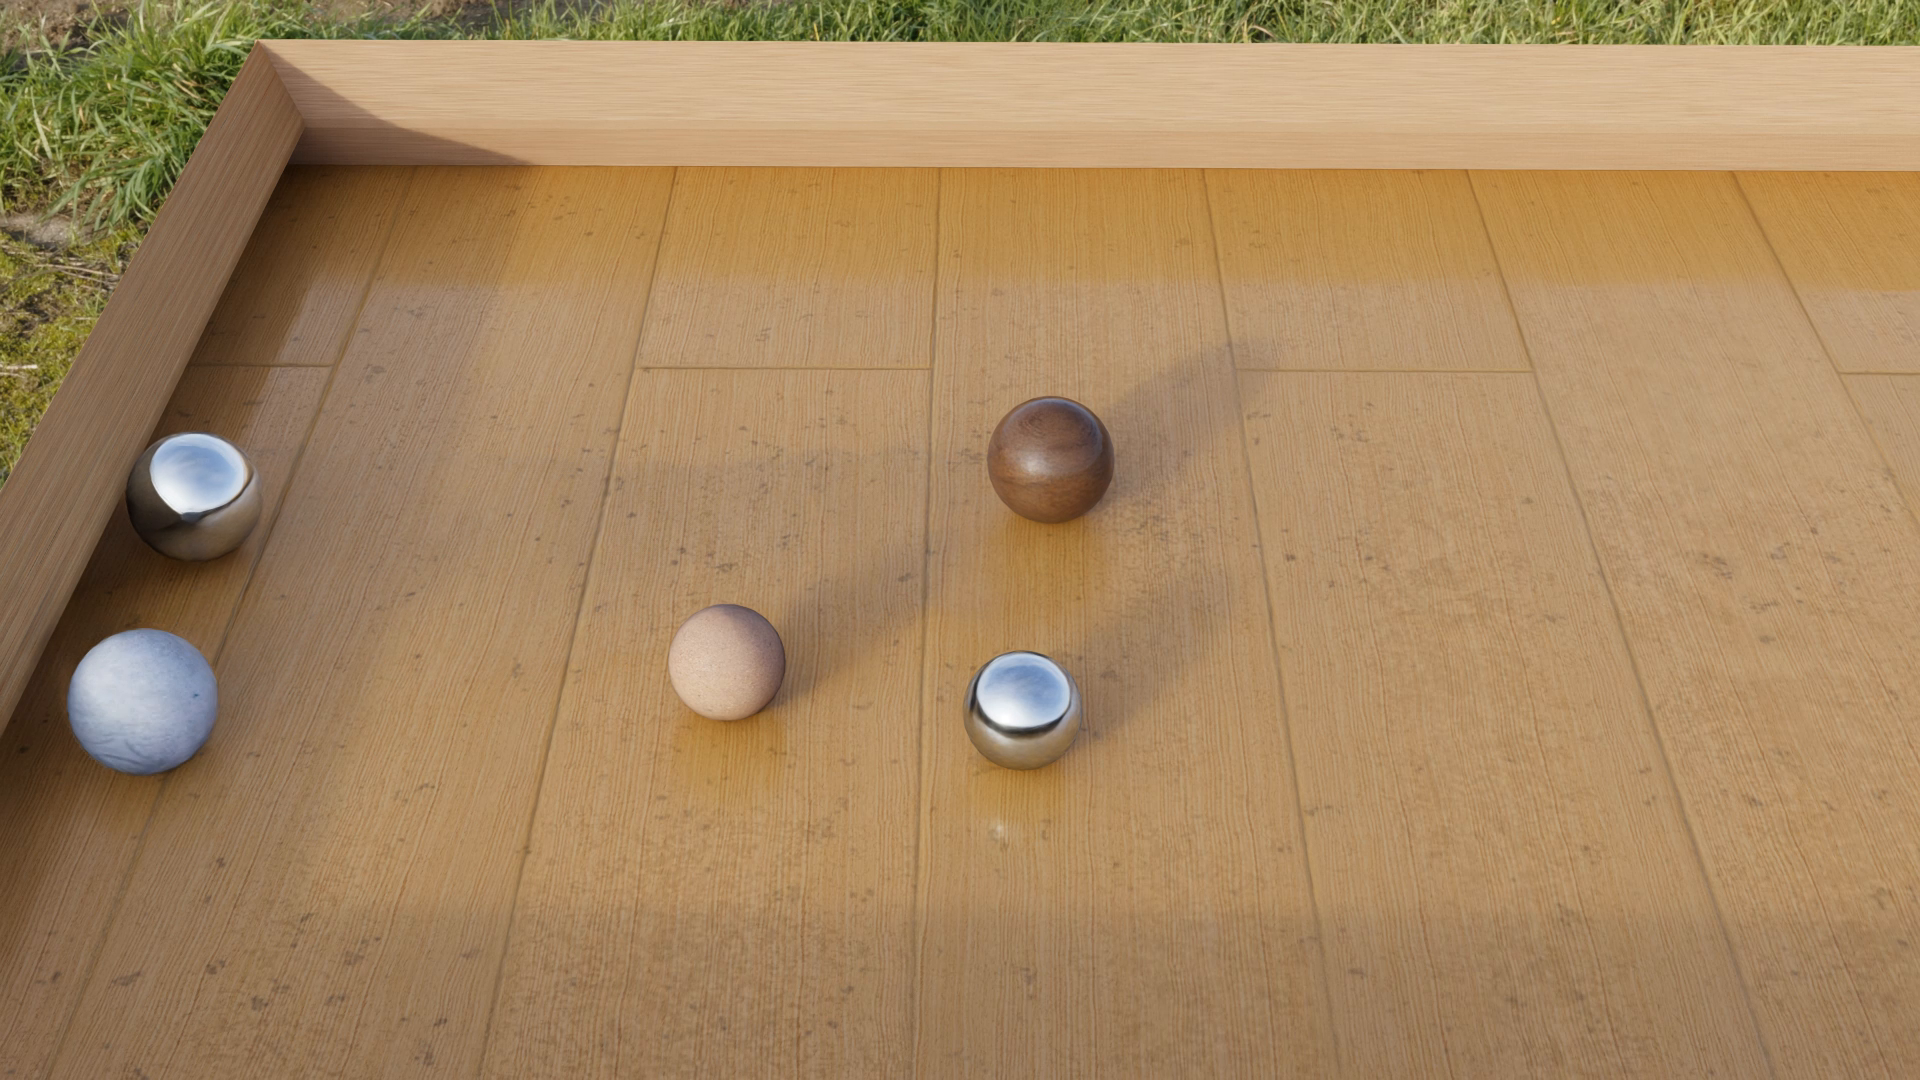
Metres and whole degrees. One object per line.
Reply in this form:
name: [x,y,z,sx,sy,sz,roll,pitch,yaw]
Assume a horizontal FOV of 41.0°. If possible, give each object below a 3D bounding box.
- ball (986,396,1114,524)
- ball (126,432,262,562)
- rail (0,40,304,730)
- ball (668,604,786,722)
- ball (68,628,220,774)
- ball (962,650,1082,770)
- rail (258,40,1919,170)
ball: [0.068,-0.060,1.933,0.096,0.096,0.096,0,35,0]
ball: [-0.564,-0.032,1.892,0.097,0.097,0.097,0,35,0]
rail: [-0.635,-0.020,1.847,0.045,0.126,1.373,0,35,0]
ball: [-0.158,0.083,1.741,0.080,0.080,0.080,0,35,0]
ball: [-0.539,0.106,1.694,0.096,0.096,0.096,0,35,0]
ball: [0.041,0.113,1.699,0.080,0.080,0.080,0,35,0]
rail: [0.665,-0.391,2.381,2.634,0.126,0.045,0,35,0]
